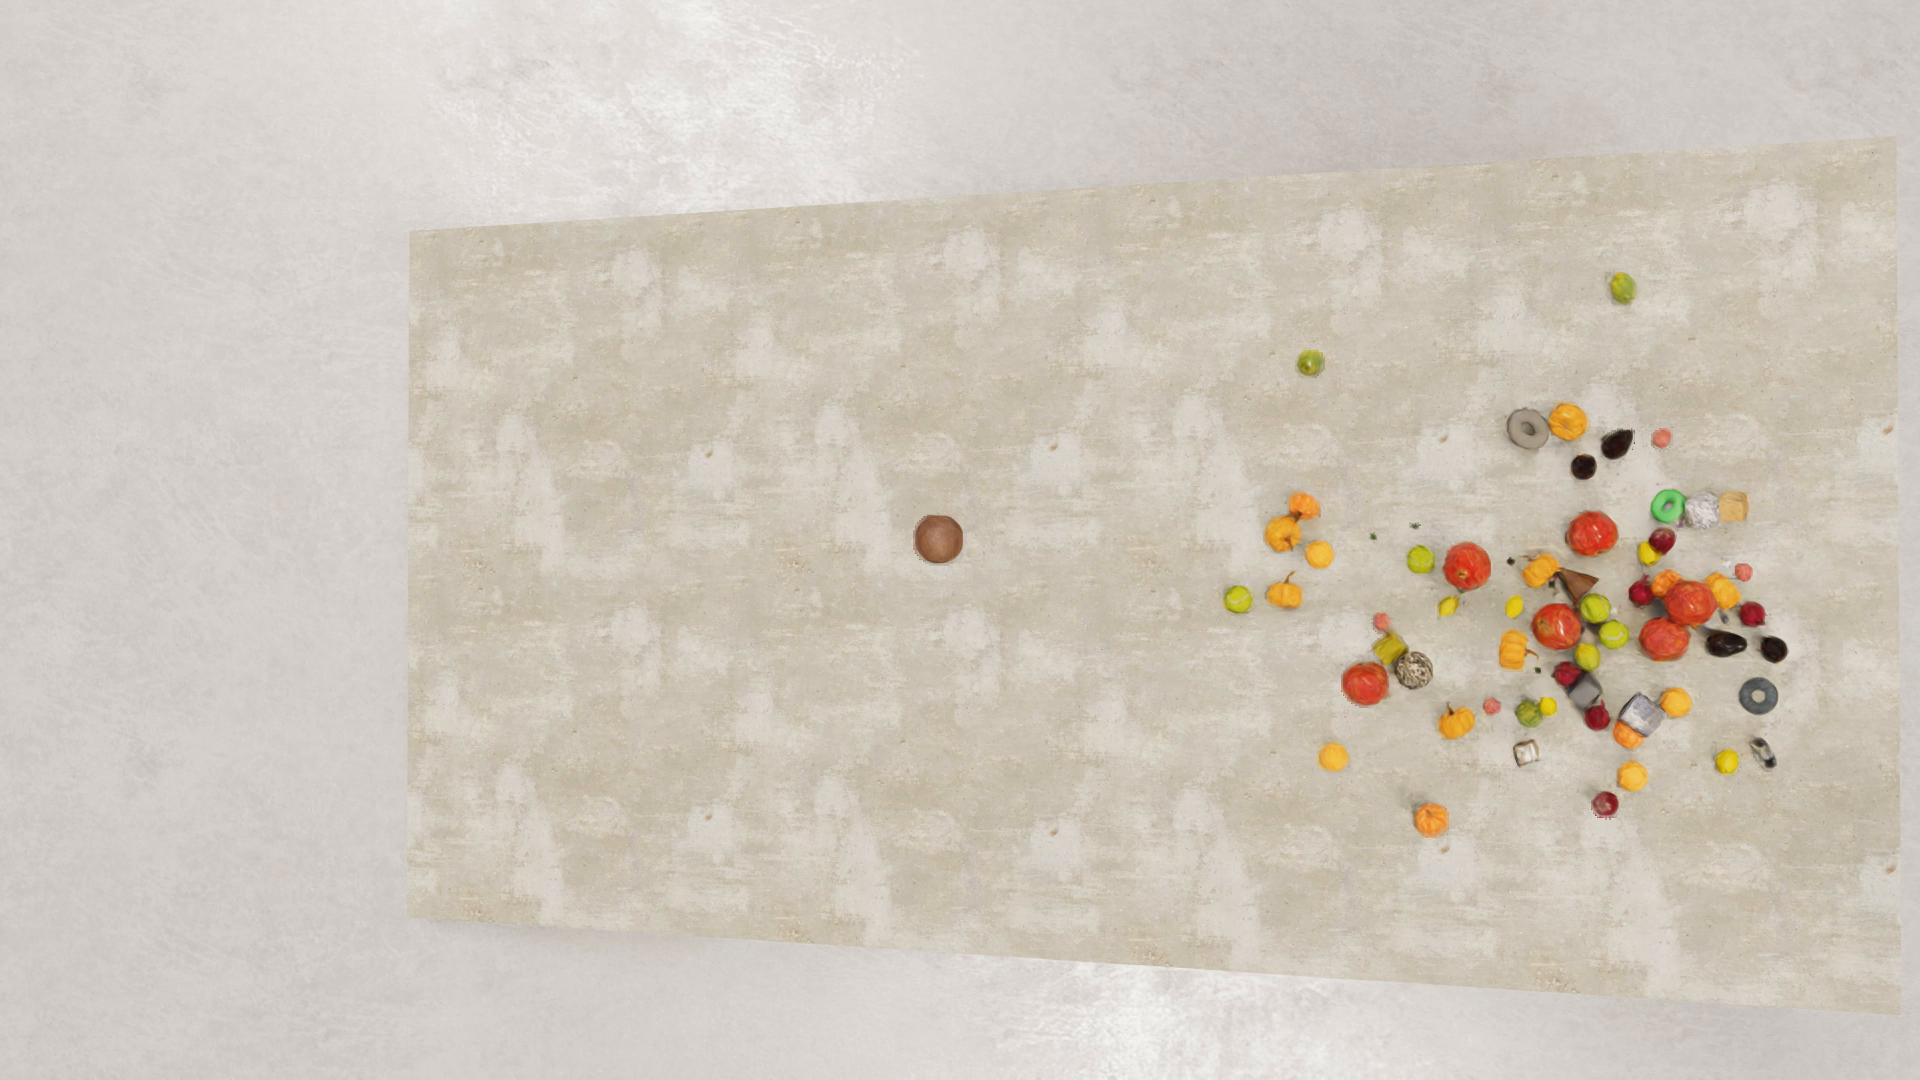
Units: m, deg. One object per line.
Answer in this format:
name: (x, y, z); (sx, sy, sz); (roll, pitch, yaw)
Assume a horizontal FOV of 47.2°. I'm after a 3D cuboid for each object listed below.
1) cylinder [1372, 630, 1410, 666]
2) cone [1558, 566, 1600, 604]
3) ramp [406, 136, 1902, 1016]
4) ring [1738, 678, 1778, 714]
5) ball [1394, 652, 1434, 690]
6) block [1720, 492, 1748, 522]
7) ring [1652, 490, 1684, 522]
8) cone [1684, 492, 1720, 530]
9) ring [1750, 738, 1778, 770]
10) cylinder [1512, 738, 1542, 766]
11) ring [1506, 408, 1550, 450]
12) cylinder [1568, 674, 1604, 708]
cylinder: (1.053, 0.264, 5.374); (0.064, 0.064, 0.064); (-41, 89, 15)
cone: (1.450, 0.093, 5.204); (0.086, 0.086, 0.086); (43, 89, 8)
ramp: (0.281, 0.089, 5.753); (4.000, 0.100, 2.000); (0, 89, 21)
ring: (1.850, 0.362, 5.092); (0.088, 0.029, 0.088); (-1, 88, 22)
ball: (1.103, 0.316, 5.339); (0.093, 0.093, 0.093); (0, 89, 0)
block: (1.783, -0.076, 5.065); (0.052, 0.052, 0.052); (3, 114, 31)
ring: (1.660, -0.080, 5.156); (0.028, 0.083, 0.083); (28, 89, -39)
cone: (1.703, -0.074, 5.107); (0.088, 0.088, 0.088); (-8, 78, 42)
ring: (1.852, 0.491, 5.062); (0.028, 0.083, 0.083); (-28, 89, -3)
cylinder: (1.341, 0.504, 5.205); (0.053, 0.053, 0.053); (-17, 89, 4)
ring: (1.351, -0.263, 5.229); (0.107, 0.036, 0.107); (5, 64, -11)
cylinder: (1.481, 0.359, 5.210); (0.059, 0.059, 0.059); (39, 112, 0)
